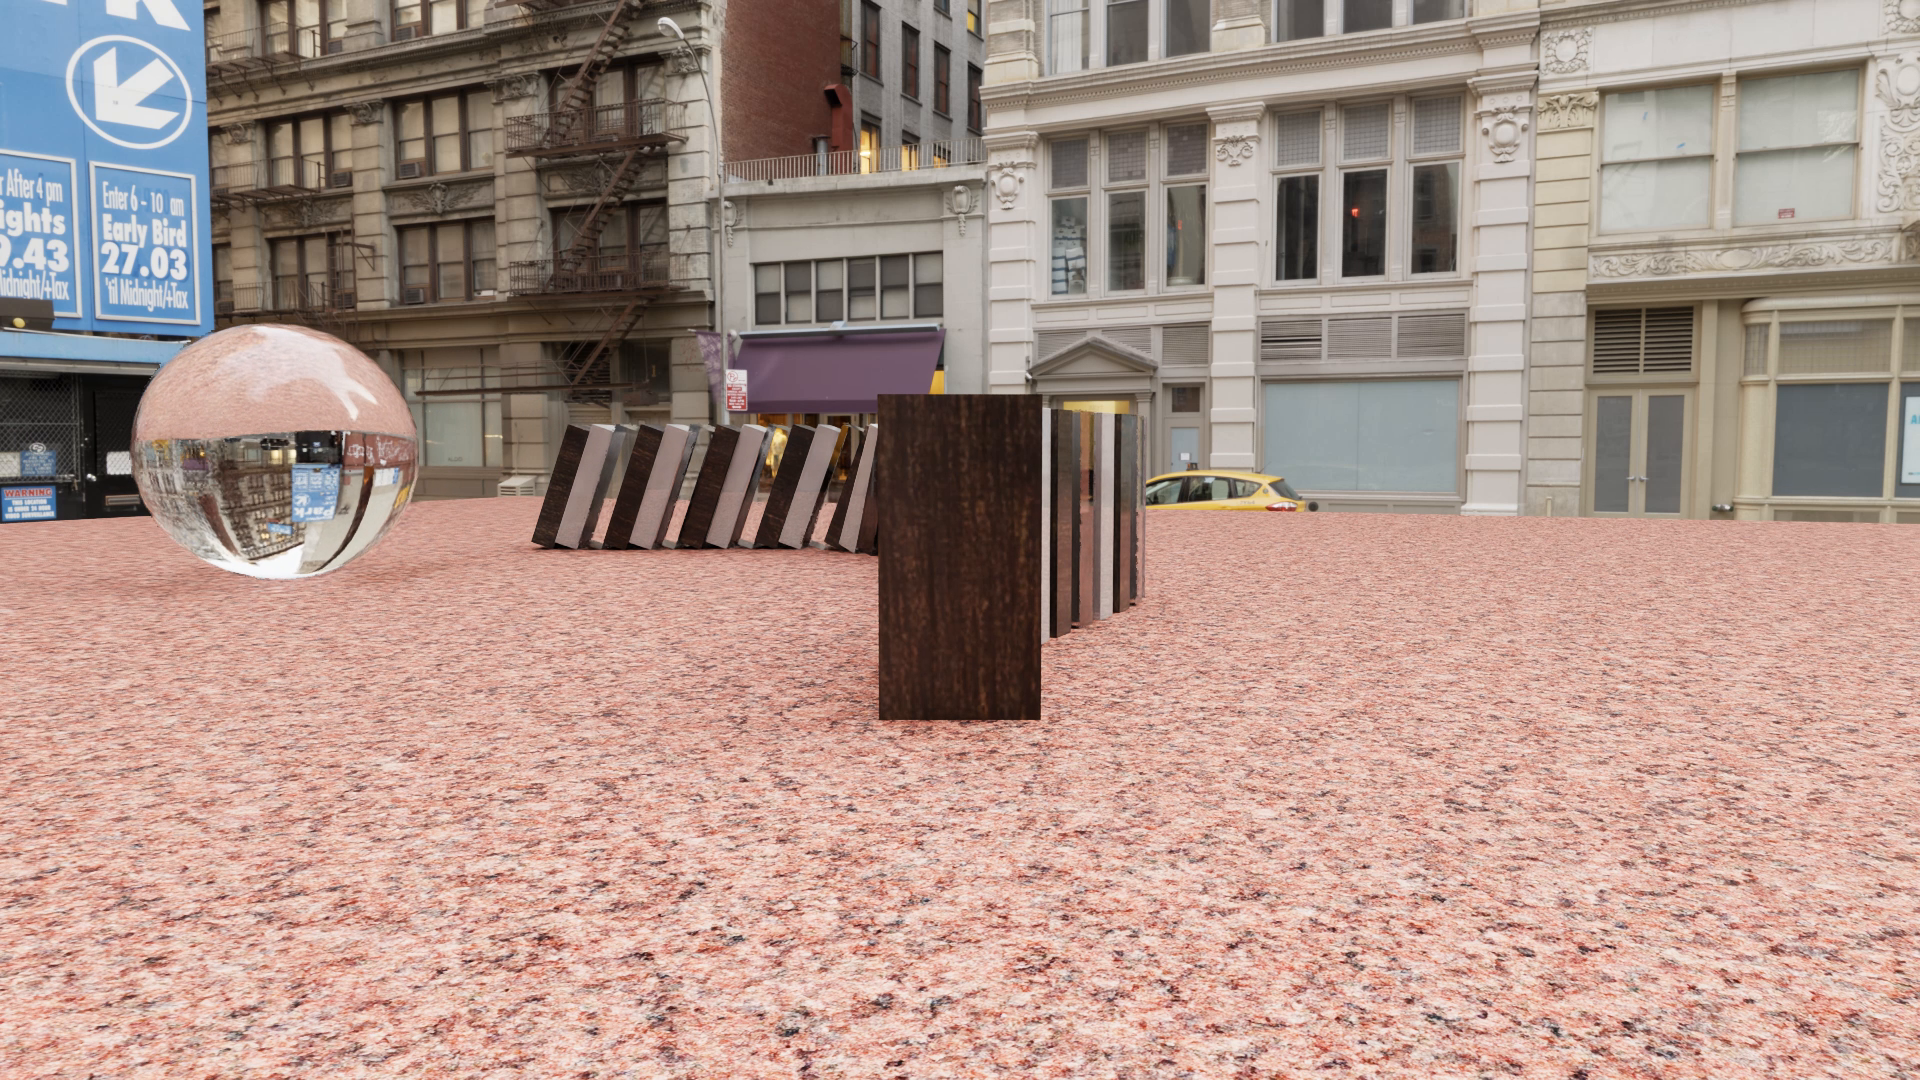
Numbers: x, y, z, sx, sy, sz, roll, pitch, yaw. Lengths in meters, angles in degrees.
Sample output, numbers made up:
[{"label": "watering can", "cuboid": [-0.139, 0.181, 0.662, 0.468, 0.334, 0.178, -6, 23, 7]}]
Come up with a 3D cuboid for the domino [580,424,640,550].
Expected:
[{"label": "domino", "cuboid": [-0.140, -0.022, 0.525, 0.009, 0.050, 0.025, 19, 5, 1]}]

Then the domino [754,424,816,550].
[{"label": "domino", "cuboid": [-0.069, -0.022, 0.528, 0.009, 0.050, 0.025, 20, 6, 4]}]

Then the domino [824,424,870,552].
[{"label": "domino", "cuboid": [-0.037, -0.021, 0.515, 0.009, 0.050, 0.025, 25, 13, 18]}]

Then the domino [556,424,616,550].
[{"label": "domino", "cuboid": [-0.150, -0.022, 0.526, 0.010, 0.050, 0.025, 19, 5, 1]}]

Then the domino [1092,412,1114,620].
[{"label": "domino", "cuboid": [0.024, -0.006, 0.316, 0.025, 0.050, 0.009, 2, 5, 24]}]

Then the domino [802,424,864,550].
[{"label": "domino", "cuboid": [-0.049, -0.022, 0.523, 0.010, 0.050, 0.025, 20, 6, 3]}]

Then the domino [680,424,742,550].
[{"label": "domino", "cuboid": [-0.100, -0.022, 0.528, 0.009, 0.050, 0.025, 19, 6, 4]}]

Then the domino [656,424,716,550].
[{"label": "domino", "cuboid": [-0.110, -0.022, 0.526, 0.010, 0.050, 0.025, 19, 6, 4]}]

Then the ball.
[{"label": "ball", "cuboid": [-0.213, -0.028, 0.402, 0.080, 0.080, 0.080, 0, 4, 0]}]

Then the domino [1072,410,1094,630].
[{"label": "domino", "cuboid": [0.018, -0.005, 0.303, 0.025, 0.050, 0.009, 2, 5, 25]}]

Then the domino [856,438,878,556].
[{"label": "domino", "cuboid": [-0.023, -0.020, 0.491, 0.025, 0.050, 0.010, -4, 23, -44]}]

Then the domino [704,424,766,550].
[{"label": "domino", "cuboid": [-0.090, -0.022, 0.529, 0.009, 0.050, 0.025, 19, 6, 4]}]

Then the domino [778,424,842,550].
[{"label": "domino", "cuboid": [-0.059, -0.022, 0.527, 0.009, 0.050, 0.025, 20, 6, 4]}]

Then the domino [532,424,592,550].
[{"label": "domino", "cuboid": [-0.160, -0.022, 0.528, 0.009, 0.050, 0.025, 19, 5, 1]}]

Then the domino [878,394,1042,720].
[{"label": "domino", "cuboid": [0.000, 0.002, 0.201, 0.025, 0.050, 0.009, 0, 4, 0]}]

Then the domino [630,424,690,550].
[{"label": "domino", "cuboid": [-0.120, -0.022, 0.525, 0.010, 0.050, 0.025, 19, 5, 1]}]

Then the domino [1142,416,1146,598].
[{"label": "domino", "cuboid": [0.039, -0.009, 0.359, 0.025, 0.050, 0.009, 0, 4, -1]}]

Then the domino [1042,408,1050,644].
[{"label": "domino", "cuboid": [0.006, -0.003, 0.275, 0.025, 0.050, 0.010, 2, 5, 21]}]

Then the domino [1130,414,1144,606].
[{"label": "domino", "cuboid": [0.036, -0.008, 0.344, 0.025, 0.050, 0.010, 1, 5, 18]}]

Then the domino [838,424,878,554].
[{"label": "domino", "cuboid": [-0.029, -0.020, 0.502, 0.009, 0.050, 0.025, 30, 23, 36]}]

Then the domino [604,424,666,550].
[{"label": "domino", "cuboid": [-0.130, -0.022, 0.524, 0.009, 0.050, 0.025, 19, 5, 1]}]

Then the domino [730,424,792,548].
[{"label": "domino", "cuboid": [-0.079, -0.022, 0.529, 0.009, 0.050, 0.025, 19, 6, 4]}]

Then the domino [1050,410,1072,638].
[{"label": "domino", "cuboid": [0.012, -0.004, 0.289, 0.025, 0.050, 0.009, 2, 5, 24]}]

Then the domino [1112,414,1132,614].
[{"label": "domino", "cuboid": [0.031, -0.007, 0.330, 0.025, 0.050, 0.009, 2, 5, 23]}]
